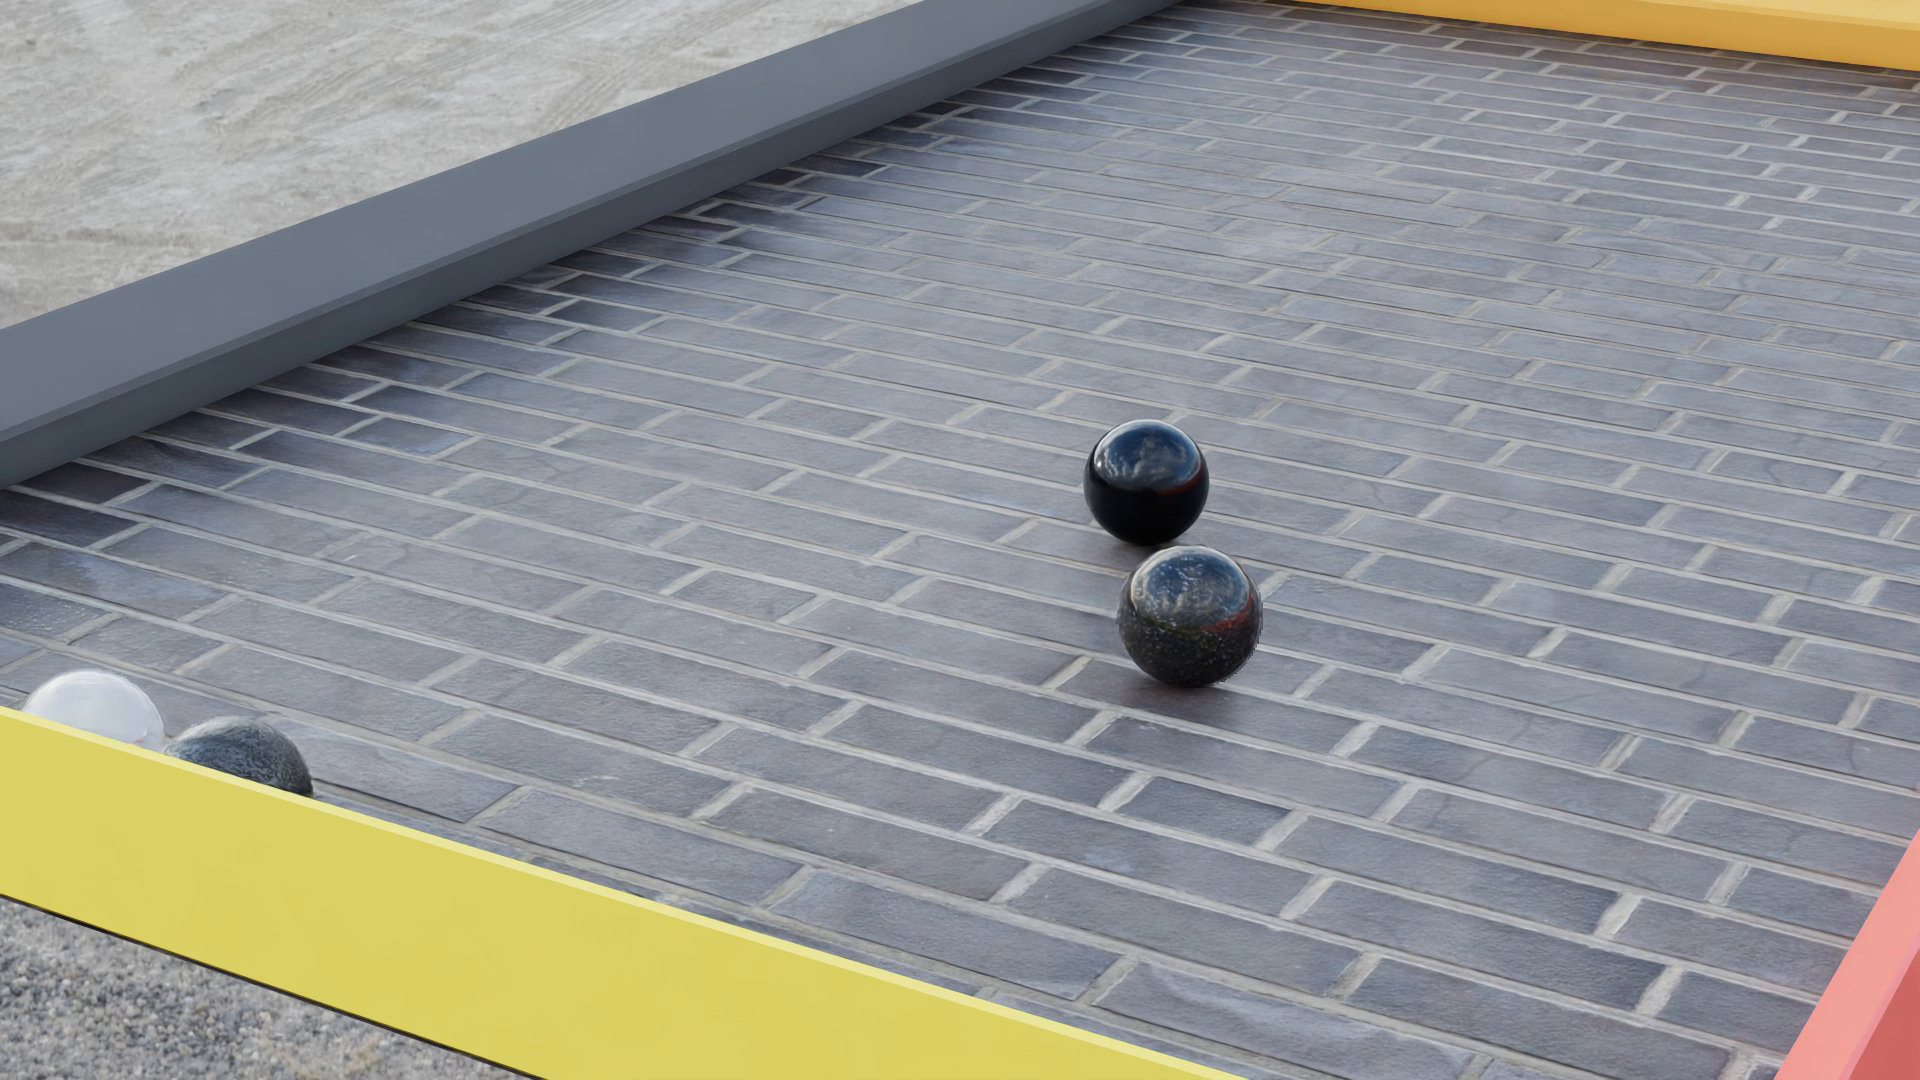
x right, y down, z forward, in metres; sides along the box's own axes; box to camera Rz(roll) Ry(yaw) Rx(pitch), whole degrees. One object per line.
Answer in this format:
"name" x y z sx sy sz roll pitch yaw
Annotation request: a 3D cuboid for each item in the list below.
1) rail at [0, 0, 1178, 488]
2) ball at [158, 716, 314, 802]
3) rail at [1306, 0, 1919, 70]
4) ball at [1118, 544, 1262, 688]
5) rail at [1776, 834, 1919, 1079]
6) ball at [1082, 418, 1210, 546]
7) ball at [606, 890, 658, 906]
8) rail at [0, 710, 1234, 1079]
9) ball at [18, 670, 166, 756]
"rail" -0.292 -0.365 2.865 0.045 0.120 2.573 12 25 27
"ball" -0.412 0.145 1.658 0.092 0.092 0.092 0 22 0
"rail" 0.949 -0.646 3.553 1.460 0.120 0.045 12 25 27
"ball" 0.148 0.049 1.894 0.093 0.093 0.093 0 22 0
"rail" 0.933 -0.098 2.214 0.045 0.120 2.573 12 25 27
"ball" 0.134 -0.042 2.116 0.091 0.091 0.091 0 22 0
"ball" -0.179 0.215 1.519 0.069 0.069 0.069 0 22 0
"rail" -0.309 0.183 1.526 1.460 0.120 0.045 12 25 27
"ball" -0.512 0.120 1.726 0.087 0.087 0.087 0 22 0
